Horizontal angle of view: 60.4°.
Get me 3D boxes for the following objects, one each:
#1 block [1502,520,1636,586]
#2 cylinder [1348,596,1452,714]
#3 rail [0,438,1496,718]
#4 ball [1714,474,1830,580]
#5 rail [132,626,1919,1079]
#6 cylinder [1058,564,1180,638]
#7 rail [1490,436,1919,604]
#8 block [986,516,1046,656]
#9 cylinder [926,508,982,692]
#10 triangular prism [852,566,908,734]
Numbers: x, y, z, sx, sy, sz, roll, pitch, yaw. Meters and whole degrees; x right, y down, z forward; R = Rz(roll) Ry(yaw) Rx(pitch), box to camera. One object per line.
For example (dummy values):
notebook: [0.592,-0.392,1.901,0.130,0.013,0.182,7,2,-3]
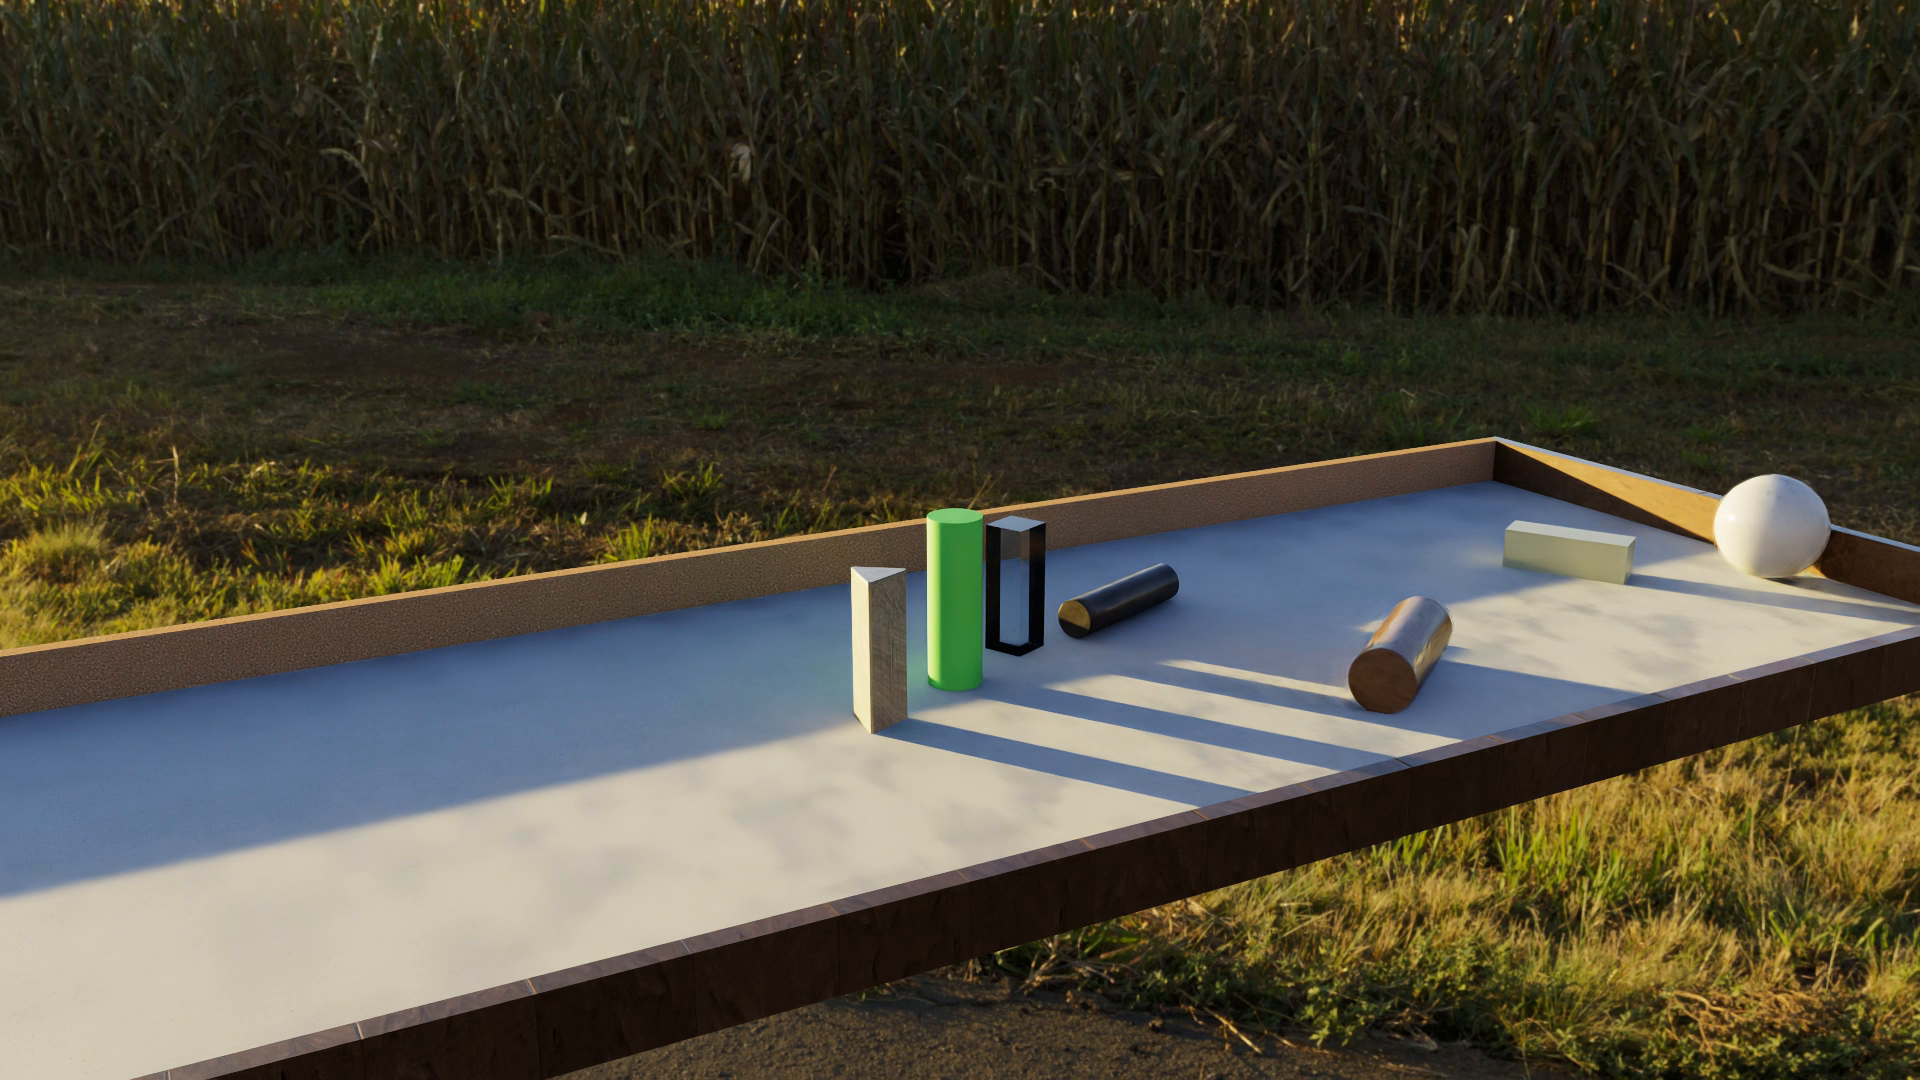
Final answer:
block: [1.851,0.036,5.020,0.355,0.119,0.119,10,19,30]
cylinder: [1.102,0.281,4.112,0.162,0.162,0.445,8,18,25]
rail: [-3.305,0.497,3.399,12.000,0.150,0.050,-9,18,-27]
ball: [2.427,-0.039,4.933,0.313,0.313,0.313,0,16,0]
rail: [-2.336,1.006,1.665,12.000,0.150,0.050,-9,18,-27]
cylinder: [0.447,0.166,4.597,0.107,0.107,0.437,13,21,38]
rail: [2.466,-0.048,5.253,0.050,0.150,2.100,-9,18,-27]
block: [0.146,0.120,4.341,0.112,0.341,0.112,12,20,36]
cylinder: [-0.012,0.148,4.086,0.137,0.432,0.137,0,16,0]
triangular prism: [-0.208,0.249,3.853,0.110,0.369,0.126,12,20,36]
